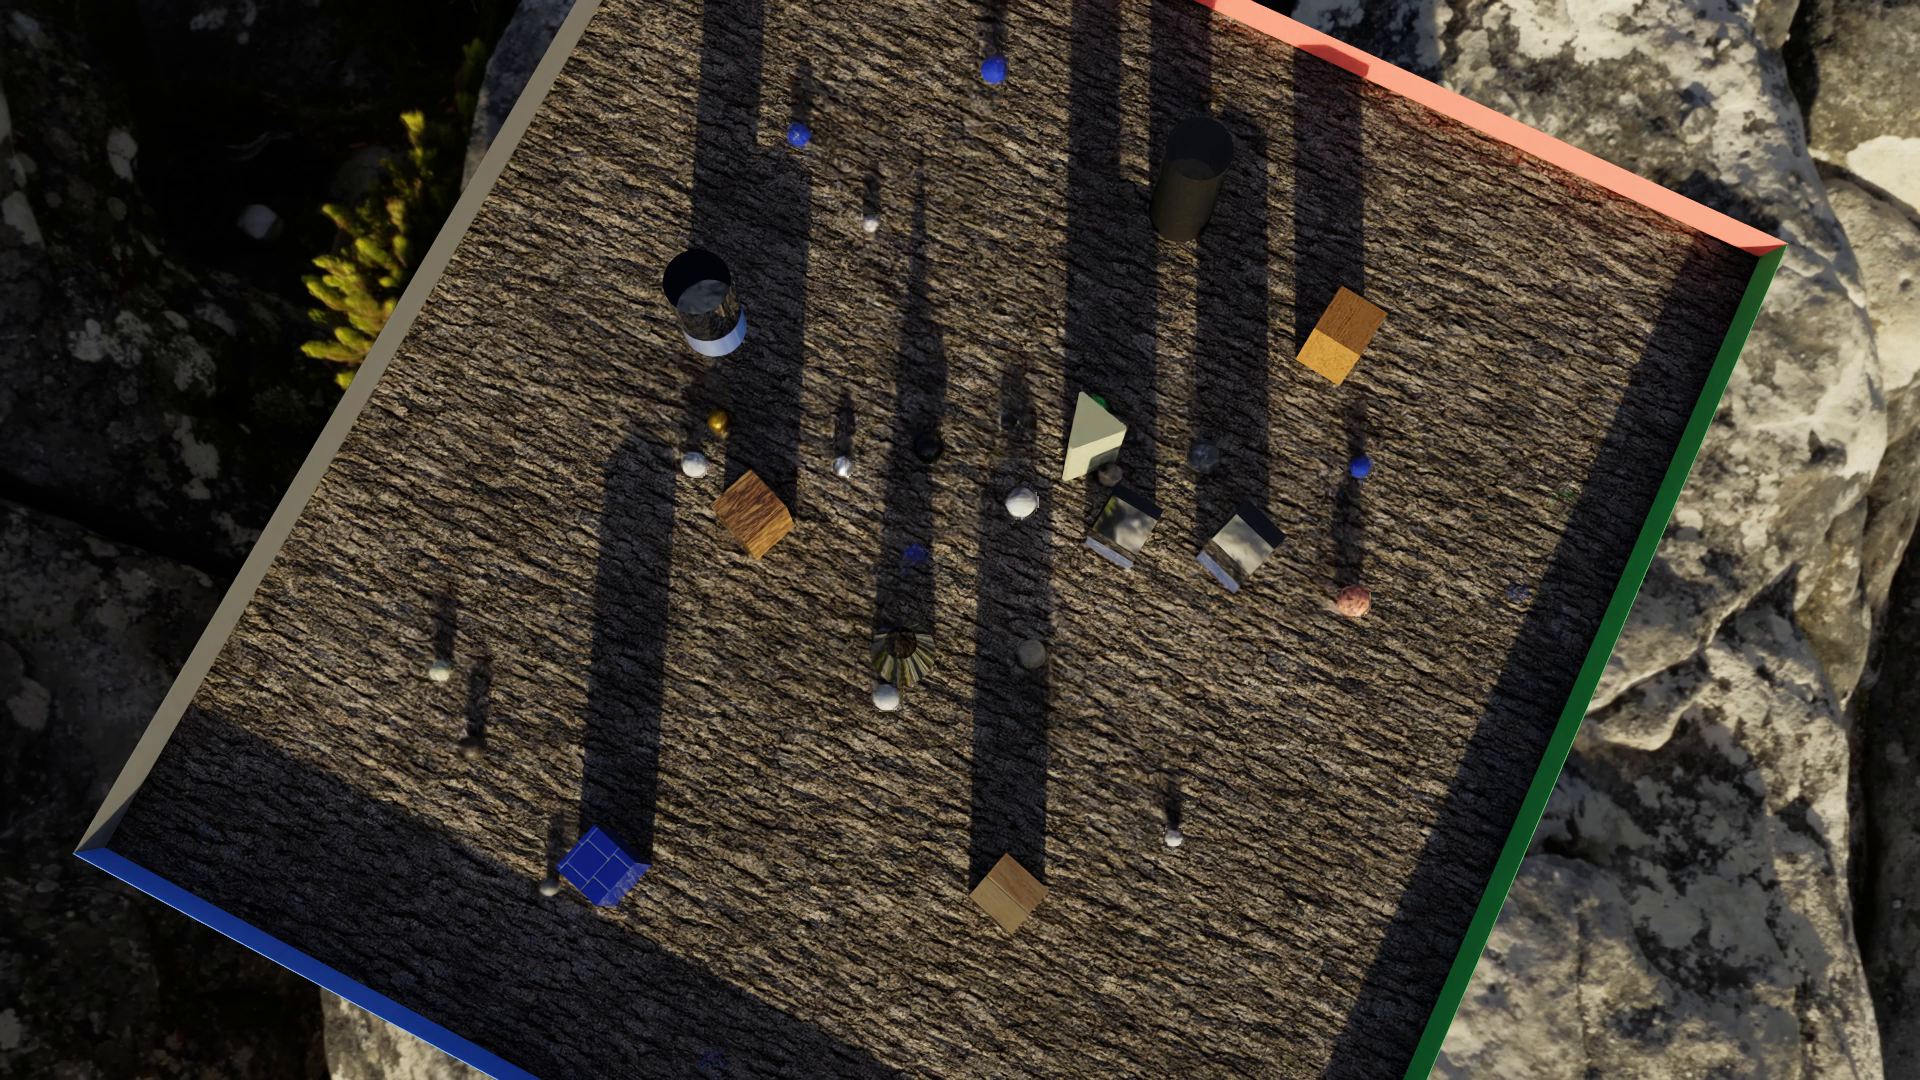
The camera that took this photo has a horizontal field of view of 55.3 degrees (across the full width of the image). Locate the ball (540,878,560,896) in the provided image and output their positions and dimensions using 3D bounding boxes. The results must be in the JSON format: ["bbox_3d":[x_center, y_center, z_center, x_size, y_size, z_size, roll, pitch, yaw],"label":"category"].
[{"bbox_3d":[-1.204,1.019,5.379,0.053,0.053,0.053,0,78,0],"label":"ball"}]

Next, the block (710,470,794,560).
[{"bbox_3d":[-0.620,-0.073,5.497,0.159,0.264,0.159,-43,81,-8],"label":"block"}]

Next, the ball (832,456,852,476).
[{"bbox_3d":[-0.361,-0.226,5.632,0.061,0.061,0.061,0,78,0],"label":"ball"}]

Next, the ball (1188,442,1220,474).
[{"bbox_3d":[0.748,-0.250,5.618,0.099,0.099,0.099,0,78,0],"label":"ball"}]

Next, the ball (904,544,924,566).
[{"bbox_3d":[-0.140,0.047,5.574,0.066,0.066,0.066,0,78,0],"label":"ball"}]

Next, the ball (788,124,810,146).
[{"bbox_3d":[-0.512,-1.292,5.848,0.070,0.070,0.070,0,78,0],"label":"ball"}]

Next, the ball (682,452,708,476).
[{"bbox_3d":[-0.816,-0.233,5.625,0.078,0.078,0.078,0,78,0],"label":"ball"}]

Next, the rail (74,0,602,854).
[{"bbox_3d":[-1.658,-0.805,5.716,0.045,0.129,3.962,26,80,5],"label":"rail"}]

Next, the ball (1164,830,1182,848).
[{"bbox_3d":[0.630,0.880,5.408,0.052,0.052,0.052,0,78,0],"label":"ball"}]

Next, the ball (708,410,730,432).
[{"bbox_3d":[-0.745,-0.369,5.658,0.069,0.069,0.069,0,78,0],"label":"ball"}]

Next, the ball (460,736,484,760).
[{"bbox_3d":[-1.451,0.617,5.453,0.071,0.071,0.071,0,78,0],"label":"ball"}]

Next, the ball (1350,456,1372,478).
[{"bbox_3d":[1.230,-0.223,5.629,0.066,0.066,0.066,0,78,0],"label":"ball"}]

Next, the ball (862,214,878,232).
[{"bbox_3d":[-0.285,-1.001,5.795,0.056,0.056,0.056,0,78,0],"label":"ball"}]

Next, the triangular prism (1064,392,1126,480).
[{"bbox_3d":[0.375,-0.321,5.482,0.172,0.394,0.149,-19,79,-4],"label":"triangular prism"}]

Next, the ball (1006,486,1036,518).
[{"bbox_3d":[0.186,-0.115,5.592,0.094,0.094,0.094,0,78,0],"label":"ball"}]

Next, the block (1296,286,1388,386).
[{"bbox_3d":[1.160,-0.620,5.587,0.159,0.309,0.159,33,80,6],"label":"block"}]

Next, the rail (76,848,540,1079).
[{"bbox_3d":[-0.875,1.721,5.193,3.755,0.129,0.045,26,80,5],"label":"rail"}]

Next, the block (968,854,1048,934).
[{"bbox_3d":[0.137,1.016,5.261,0.159,0.285,0.159,41,81,8],"label":"block"}]

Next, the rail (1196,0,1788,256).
[{"bbox_3d":[0.875,-1.708,5.903,3.755,0.129,0.045,26,80,5],"label":"rail"}]

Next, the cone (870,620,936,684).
[{"bbox_3d":[-0.173,0.299,5.354,0.199,0.393,0.199,0,78,0],"label":"cone"}]

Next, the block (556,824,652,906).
[{"bbox_3d":[-1.023,0.940,5.276,0.159,0.285,0.159,41,81,8],"label":"block"}]

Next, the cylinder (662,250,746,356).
[{"bbox_3d":[-0.769,-0.713,5.553,0.199,0.414,0.199,0,78,0],"label":"cylinder"}]

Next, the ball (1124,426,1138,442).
[{"bbox_3d":[0.524,-0.325,5.658,0.051,0.051,0.051,0,78,0],"label":"ball"}]

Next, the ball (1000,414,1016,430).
[{"bbox_3d":[0.148,-0.364,5.665,0.052,0.052,0.052,0,78,0],"label":"ball"}]

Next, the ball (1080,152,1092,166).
[{"bbox_3d":[0.401,-1.216,5.848,0.040,0.040,0.040,0,78,0],"label":"ball"}]

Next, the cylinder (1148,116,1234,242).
[{"bbox_3d":[0.700,-1.092,5.589,0.199,0.497,0.199,0,78,0],"label":"cylinder"}]

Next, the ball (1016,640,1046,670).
[{"bbox_3d":[0.214,0.342,5.500,0.090,0.090,0.090,0,78,0],"label":"ball"}]

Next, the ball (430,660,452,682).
[{"bbox_3d":[-1.561,0.393,5.503,0.063,0.063,0.063,0,78,0],"label":"ball"}]

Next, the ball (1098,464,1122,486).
[{"bbox_3d":[0.459,-0.199,5.621,0.072,0.072,0.072,0,78,0],"label":"ball"}]

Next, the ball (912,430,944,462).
[{"bbox_3d":[-0.096,-0.287,5.627,0.096,0.096,0.096,0,78,0],"label":"ball"}]

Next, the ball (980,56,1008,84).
[{"bbox_3d":[0.111,-1.511,5.885,0.087,0.087,0.087,0,78,0],"label":"ball"}]

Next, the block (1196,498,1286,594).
[{"bbox_3d":[0.833,0.022,5.449,0.159,0.319,0.159,44,82,8],"label":"block"}]

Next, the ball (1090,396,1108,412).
[{"bbox_3d":[0.418,-0.407,5.660,0.080,0.080,0.080,0,78,0],"label":"ball"}]

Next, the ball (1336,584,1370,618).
[{"bbox_3d":[1.186,0.184,5.529,0.098,0.098,0.098,0,78,0],"label":"ball"}]

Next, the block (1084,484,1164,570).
[{"bbox_3d":[0.490,-0.038,5.497,0.159,0.249,0.159,31,80,6],"label":"block"}]

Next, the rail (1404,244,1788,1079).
[{"bbox_3d":[1.658,0.819,5.380,0.045,0.129,3.962,26,80,5],"label":"rail"}]

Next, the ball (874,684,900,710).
[{"bbox_3d":[-0.219,0.470,5.478,0.081,0.081,0.081,0,78,0],"label":"ball"}]
